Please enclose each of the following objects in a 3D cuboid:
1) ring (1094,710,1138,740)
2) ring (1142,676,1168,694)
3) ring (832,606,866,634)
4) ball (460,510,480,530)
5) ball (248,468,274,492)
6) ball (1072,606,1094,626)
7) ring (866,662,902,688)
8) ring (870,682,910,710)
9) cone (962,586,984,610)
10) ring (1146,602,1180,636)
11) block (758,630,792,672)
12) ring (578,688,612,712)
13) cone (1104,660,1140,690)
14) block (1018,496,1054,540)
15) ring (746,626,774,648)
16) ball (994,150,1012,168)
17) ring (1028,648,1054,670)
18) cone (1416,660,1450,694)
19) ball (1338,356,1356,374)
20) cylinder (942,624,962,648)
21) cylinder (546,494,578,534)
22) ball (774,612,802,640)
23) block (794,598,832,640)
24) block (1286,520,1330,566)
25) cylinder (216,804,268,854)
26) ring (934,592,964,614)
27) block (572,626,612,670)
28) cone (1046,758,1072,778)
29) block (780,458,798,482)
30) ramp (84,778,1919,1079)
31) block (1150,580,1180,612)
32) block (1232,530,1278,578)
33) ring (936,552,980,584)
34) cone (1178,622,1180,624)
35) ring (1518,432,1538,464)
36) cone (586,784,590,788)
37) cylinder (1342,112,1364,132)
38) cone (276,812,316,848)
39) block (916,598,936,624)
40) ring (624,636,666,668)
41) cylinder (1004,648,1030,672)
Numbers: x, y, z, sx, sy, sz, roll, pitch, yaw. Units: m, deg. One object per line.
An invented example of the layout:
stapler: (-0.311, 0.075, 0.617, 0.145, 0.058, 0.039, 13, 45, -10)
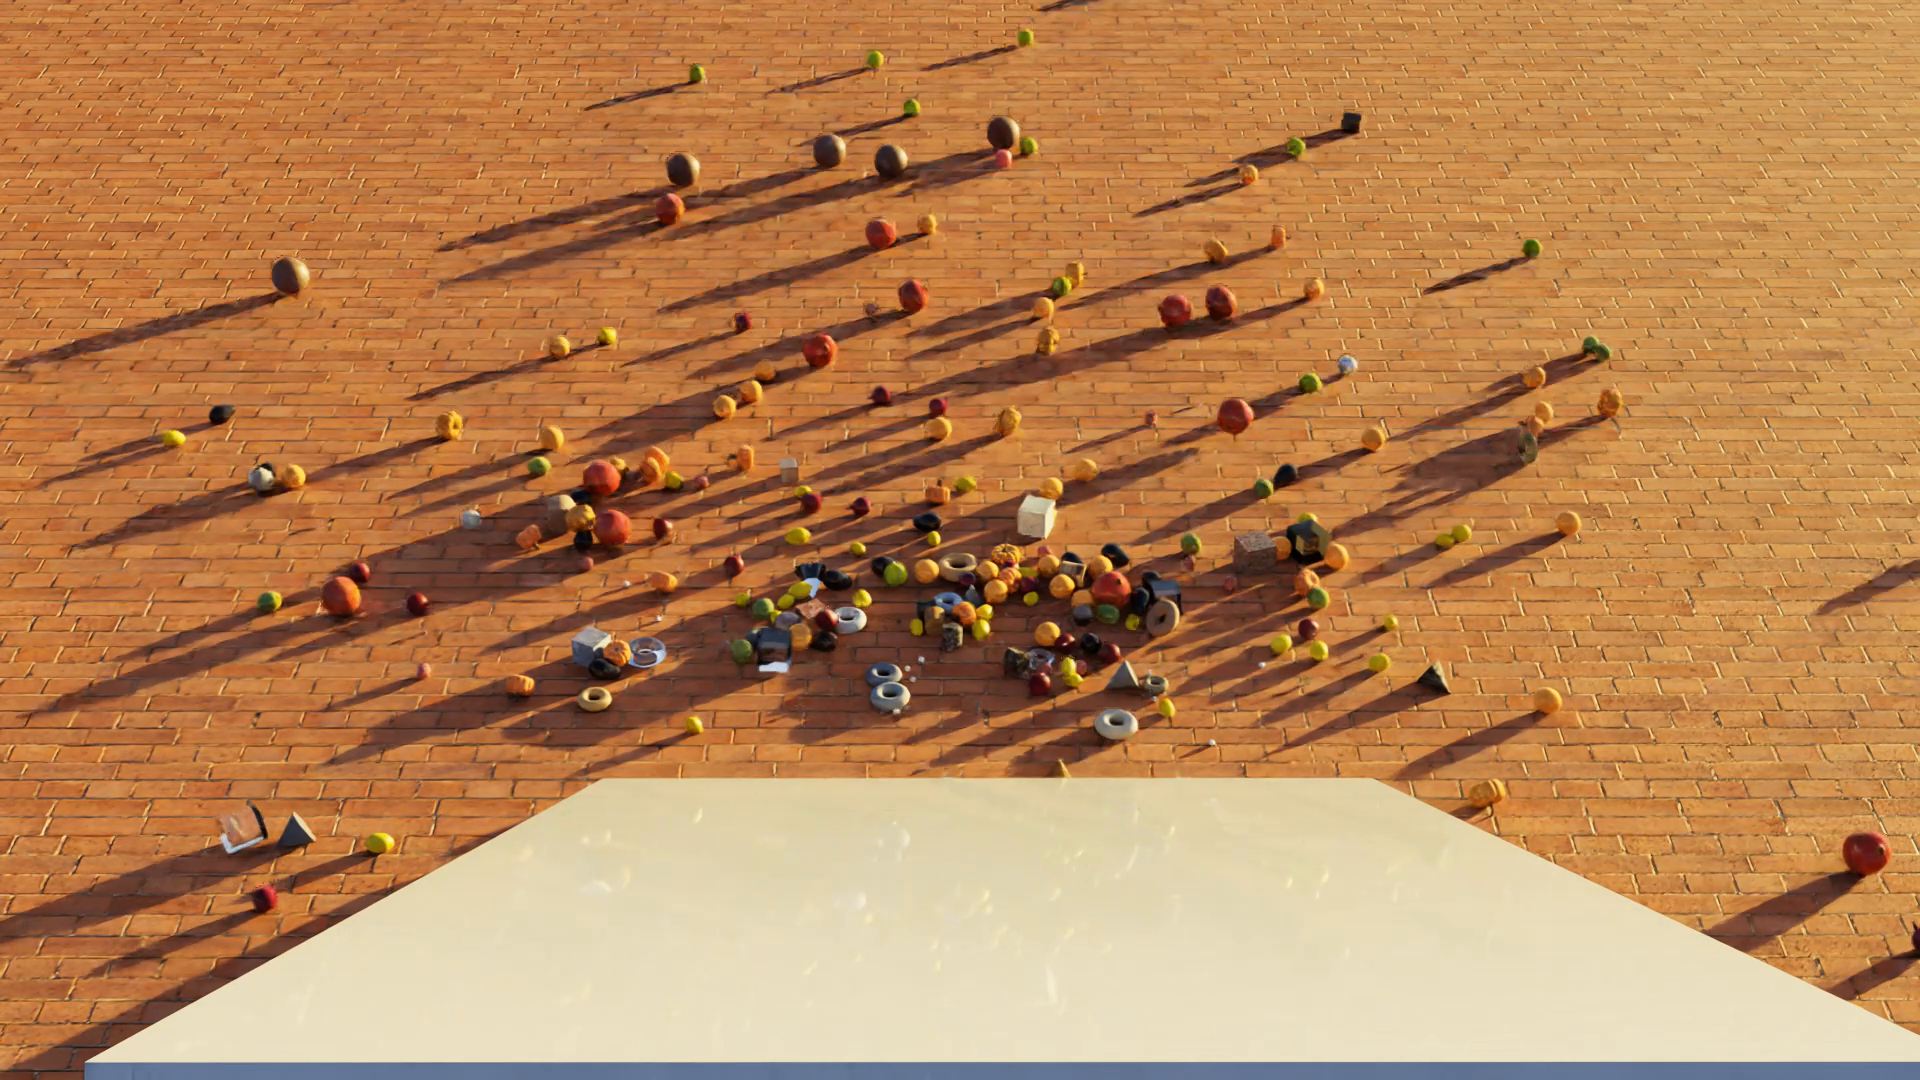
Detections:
ring: (0.425, 0.502, 7.046, 0.117, 0.039, 0.117, 1, 32, -1)
ring: (0.543, 0.403, 7.212, 0.075, 0.025, 0.075, 0, 31, 0)
ring: (-0.325, 0.231, 7.469, 0.111, 0.037, 0.111, -1, 33, 1)
ball: (-1.492, -0.061, 7.903, 0.059, 0.059, 0.059, 0, 33, 0)
ball: (-2.176, -0.186, 8.075, 0.076, 0.076, 0.076, 0, 33, 0)
ball: (0.353, 0.219, 7.465, 0.060, 0.060, 0.060, 0, 33, 0)
ring: (-0.213, 0.378, 7.242, 0.103, 0.034, 0.103, 1, 32, -1)
ring: (-0.193, 0.432, 7.156, 0.110, 0.037, 0.110, -1, 33, 1)
cone: (0.035, 0.155, 7.558, 0.067, 0.067, 0.067, 0, 33, 0)
ring: (0.581, 0.226, 7.431, 0.111, 0.037, 0.111, -26, 47, 32)
block: (-0.521, 0.314, 7.297, 0.082, 0.082, 0.082, 4, 33, 6)
ring: (-1.008, 0.440, 7.149, 0.094, 0.031, 0.094, 1, 33, -1)
cone: (0.440, 0.395, 7.209, 0.092, 0.092, 0.092, -28, 33, 6)
block: (0.231, -0.070, 7.890, 0.088, 0.088, 0.088, 11, 34, 16)
ring: (-0.565, 0.279, 7.402, 0.091, 0.030, 0.091, 1, 33, -1)
ball: (0.168, -1.490, 10.123, 0.067, 0.067, 0.067, 0, 33, 0)
ring: (0.225, 0.336, 7.314, 0.083, 0.028, 0.083, 0, 34, 0)
cone: (1.332, 0.397, 7.207, 0.090, 0.090, 0.090, 45, 49, 14)
ball: (1.303, -0.587, 8.720, 0.063, 0.063, 0.063, 0, 33, 0)
cylinder: (-0.023, 0.271, 7.372, 0.057, 0.057, 0.057, 1, 12, 0)
cylinder: (-1.214, -0.078, 7.903, 0.089, 0.089, 0.089, -6, 33, -10)
ball: (-0.491, 0.245, 7.406, 0.081, 0.081, 0.081, 0, 33, 0)
block: (-0.421, 0.228, 7.438, 0.075, 0.075, 0.075, -20, 38, -28)
block: (1.040, 0.008, 7.767, 0.090, 0.090, 0.090, -16, 36, -23)
cylinder: (-1.835, 0.739, 6.623, 0.096, 0.096, 0.096, -22, 39, -30)
ring: (-0.036, 0.184, 7.547, 0.094, 0.031, 0.094, 1, 32, -1)
block: (-1.038, 0.305, 7.315, 0.078, 0.078, 0.078, 18, 37, 26)
cone: (0.261, 0.603, 6.860, 0.068, 0.068, 0.068, 0, 33, 0)
block: (-0.538, -0.218, 8.153, 0.054, 0.054, 0.054, -5, 33, -8)
ramp: (0.073, 0.636, 4.743, 2.000, 0.100, 4.000, 0, -1, 0)
block: (0.595, 0.170, 7.528, 0.075, 0.075, 0.075, -4, 33, -7)
block: (0.877, 0.042, 7.710, 0.094, 0.094, 0.094, -11, 34, -17)
ring: (-0.005, 0.082, 7.694, 0.134, 0.045, 0.134, -1, 32, 1)
cone: (0.613, 0.237, 7.471, 0.053, 0.053, 0.053, 12, 23, -34)
ring: (1.799, -0.291, 8.222, 0.036, 0.107, 0.107, -6, 33, -10)
cone: (-0.982, 0.679, 6.780, 0.060, 0.060, 0.060, -30, 35, 3)
cylinder: (1.580, -1.681, 10.413, 0.073, 0.073, 0.073, 13, 35, 20)
cone: (-1.717, 0.761, 6.638, 0.093, 0.093, 0.093, -37, 41, -5)
block: (-0.097, 0.207, 7.492, 0.053, 0.053, 0.053, -2, 33, -4)
ring: (-0.891, 0.317, 7.332, 0.123, 0.041, 0.123, 0, 33, 0)
cylinder: (0.159, 0.338, 7.284, 0.054, 0.054, 0.054, 25, 40, 38)
